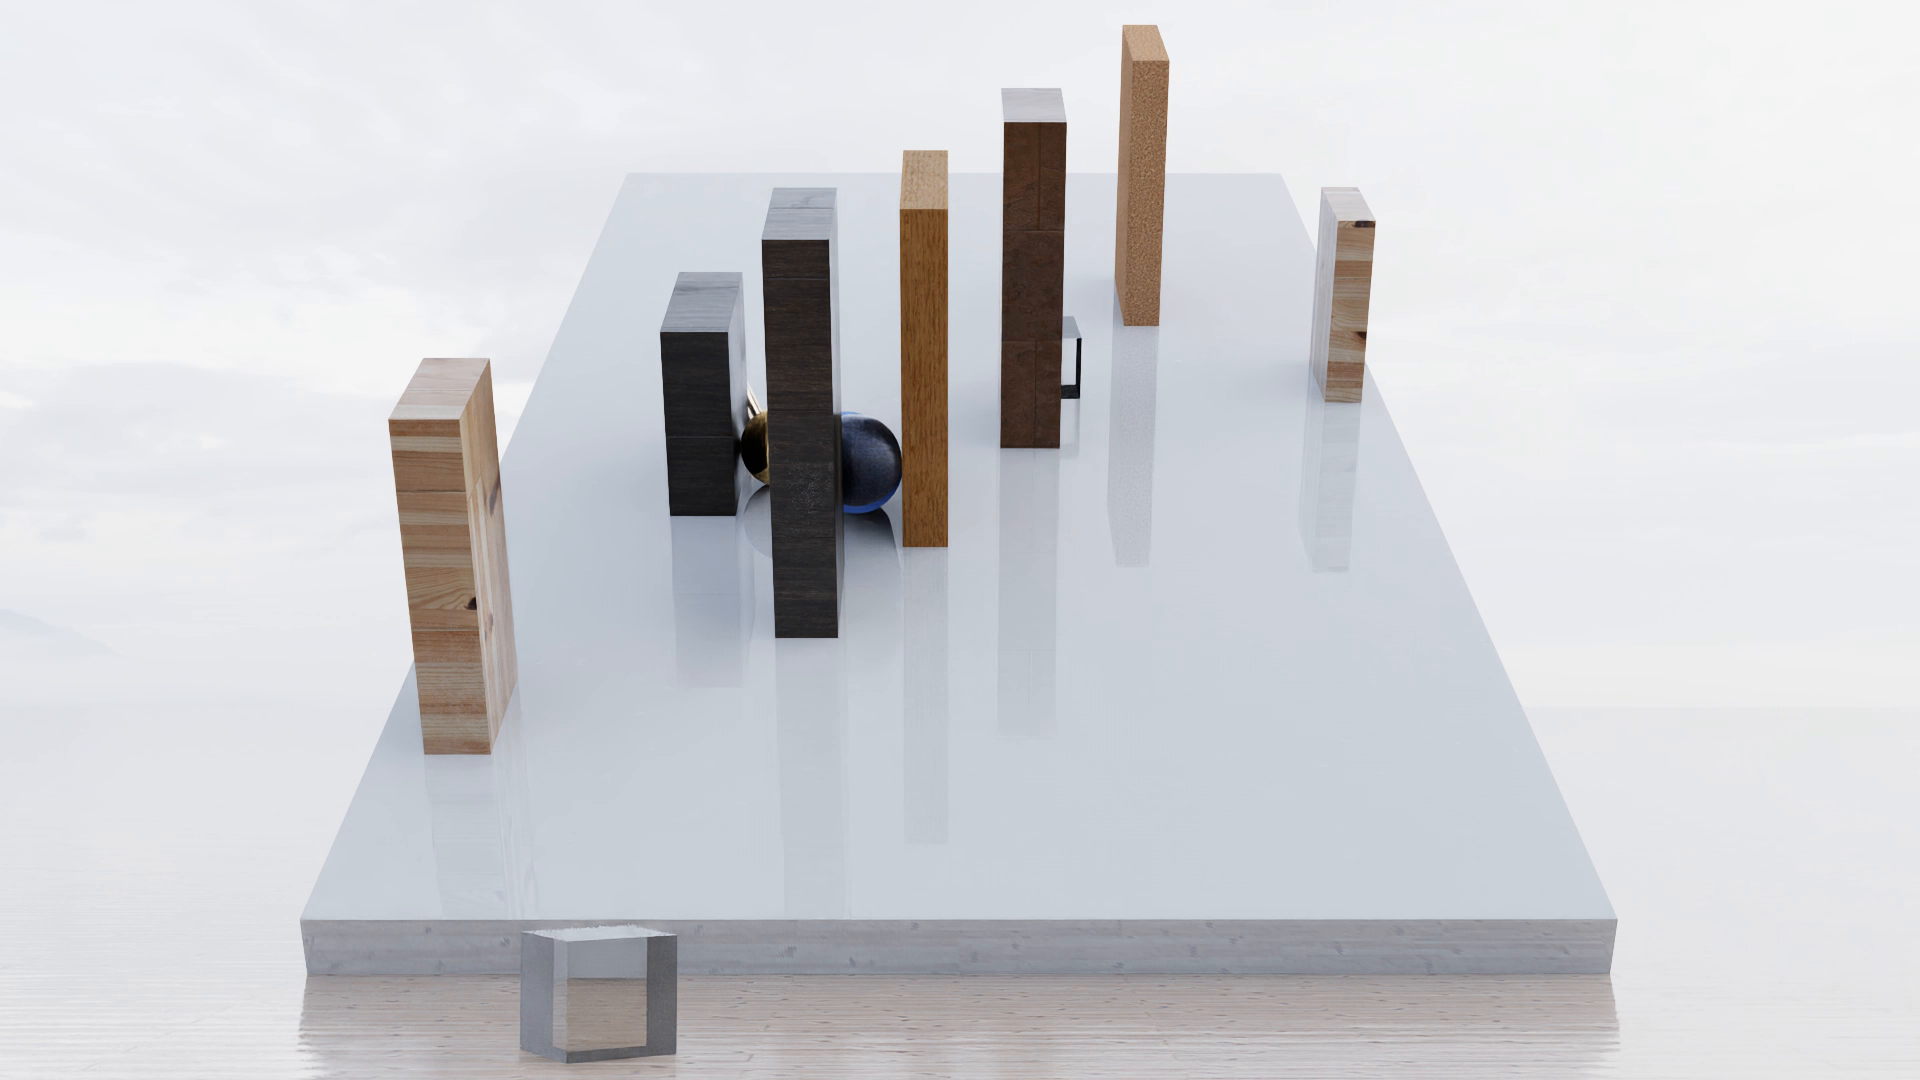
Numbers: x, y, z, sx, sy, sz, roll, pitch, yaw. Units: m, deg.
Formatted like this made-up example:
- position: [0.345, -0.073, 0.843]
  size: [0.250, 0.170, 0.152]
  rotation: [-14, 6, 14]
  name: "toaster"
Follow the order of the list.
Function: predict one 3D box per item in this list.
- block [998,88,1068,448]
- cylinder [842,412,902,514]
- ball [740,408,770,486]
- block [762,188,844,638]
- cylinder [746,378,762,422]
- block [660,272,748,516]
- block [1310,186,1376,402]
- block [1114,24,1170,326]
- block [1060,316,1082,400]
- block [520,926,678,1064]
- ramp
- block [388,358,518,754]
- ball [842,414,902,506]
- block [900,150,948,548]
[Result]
- position: [0.156, -0.600, 5.188]
  size: [0.133, 0.740, 0.288]
  rotation: [0, 25, 0]
  name: "block"
- position: [-0.224, -0.162, 4.857]
  size: [0.187, 0.187, 0.187]
  rotation: [1, 10, -9]
  name: "cylinder"
- position: [-0.382, -0.199, 4.999]
  size: [0.173, 0.173, 0.173]
  rotation: [0, -4, 0]
  name: "ball"
- position: [-0.287, -0.234, 4.363]
  size: [0.118, 0.778, 0.312]
  rotation: [0, 25, 0]
  name: "block"
- position: [-0.523, -0.312, 5.245]
  size: [0.127, 0.127, 0.127]
  rotation: [-21, 24, 9]
  name: "cylinder"
- position: [-0.536, -0.314, 4.967]
  size: [0.137, 0.407, 0.375]
  rotation: [0, 25, 0]
  name: "block"
- position: [0.894, -0.576, 5.493]
  size: [0.086, 0.441, 0.264]
  rotation: [0, 25, 0]
  name: "block"
- position: [0.460, -0.931, 5.968]
  size: [0.089, 0.678, 0.385]
  rotation: [0, 25, 0]
  name: "block"
- position: [0.200, -0.429, 5.517]
  size: [0.151, 0.151, 0.151]
  rotation: [-2, 25, -4]
  name: "block"
- position: [-0.433, 0.541, 2.805]
  size: [0.140, 0.140, 0.140]
  rotation: [3, -5, -33]
  name: "block"
- position: [-0.009, -0.229, 5.386]
  size: [2.000, 0.100, 4.000]
  rotation: [0, 25, 0]
  name: "ramp"
- position: [-0.856, 0.028, 3.991]
  size: [0.113, 0.616, 0.278]
  rotation: [0, 25, 0]
  name: "block"
- position: [-0.208, -0.159, 4.670]
  size: [0.185, 0.185, 0.185]
  rotation: [0, -4, 0]
  name: "ball"
- position: [-0.070, -0.394, 4.783]
  size: [0.092, 0.710, 0.408]
  rotation: [0, 25, 0]
  name: "block"
